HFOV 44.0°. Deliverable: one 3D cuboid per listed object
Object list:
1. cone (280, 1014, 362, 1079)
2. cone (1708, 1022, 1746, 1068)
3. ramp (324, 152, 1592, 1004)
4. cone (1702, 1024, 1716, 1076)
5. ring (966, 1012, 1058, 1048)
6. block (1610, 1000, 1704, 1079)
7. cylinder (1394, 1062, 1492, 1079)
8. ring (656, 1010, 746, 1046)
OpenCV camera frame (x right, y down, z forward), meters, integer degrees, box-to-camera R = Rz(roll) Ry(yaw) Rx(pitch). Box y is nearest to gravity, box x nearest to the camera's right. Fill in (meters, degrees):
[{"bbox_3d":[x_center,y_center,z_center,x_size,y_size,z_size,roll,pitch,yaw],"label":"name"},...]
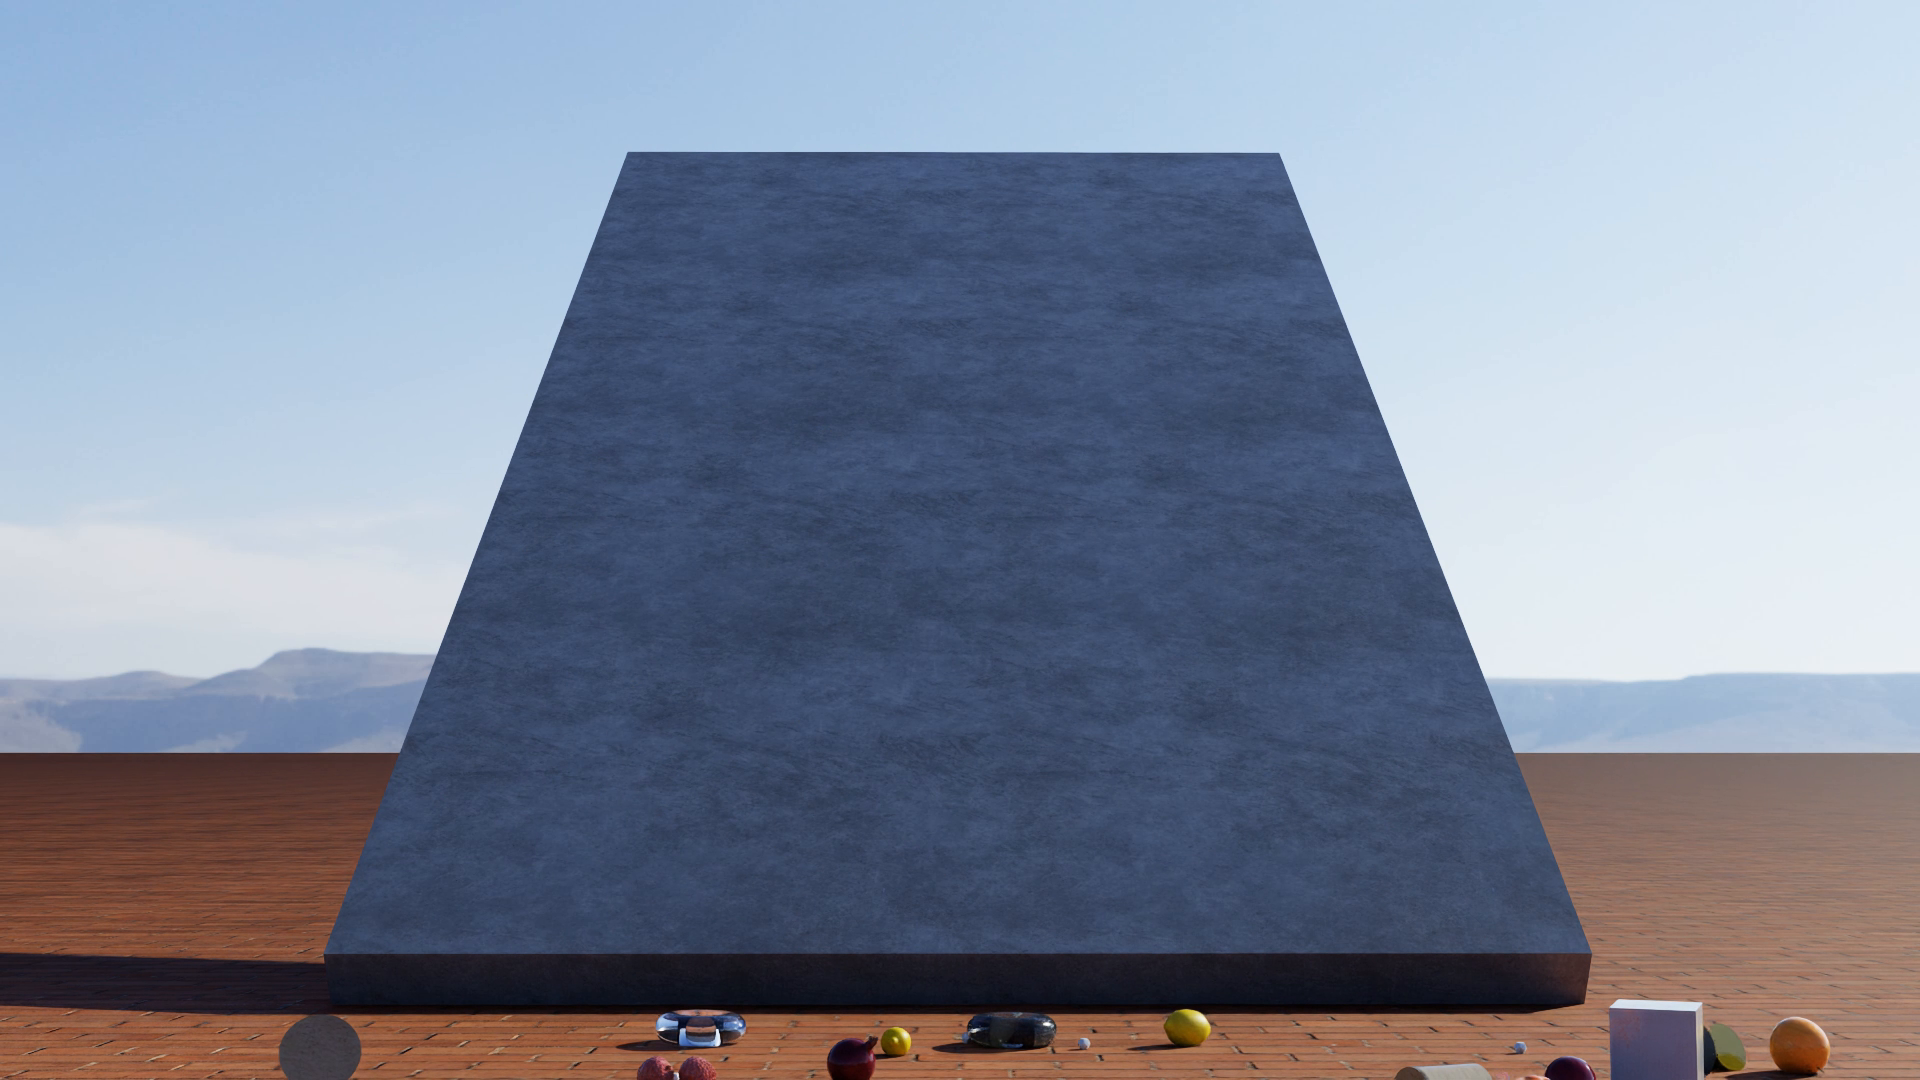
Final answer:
[{"bbox_3d":[-0.782,0.642,2.903,0.096,0.096,0.096,1,-32,-15],"label":"cone"},{"bbox_3d":[0.961,0.662,3.050,0.064,0.064,0.064,4,-37,-39],"label":"cone"},{"bbox_3d":[-0.011,-0.225,5.546,2.000,0.100,4.000,0,27,0],"label":"ramp"},{"bbox_3d":[0.882,0.649,2.976,0.093,0.093,0.093,1,-32,-11],"label":"cone"},{"bbox_3d":[0.072,0.676,3.279,0.125,0.042,0.125,1,-6,0],"label":"ring"},{"bbox_3d":[0.839,0.610,2.862,0.099,0.099,0.099,-2,-5,21],"label":"block"},{"bbox_3d":[0.504,0.586,2.472,0.080,0.080,0.080,2,-5,-23],"label":"cylinder"},{"bbox_3d":[-0.360,0.678,3.303,0.126,0.042,0.126,1,-6,0],"label":"ring"}]
